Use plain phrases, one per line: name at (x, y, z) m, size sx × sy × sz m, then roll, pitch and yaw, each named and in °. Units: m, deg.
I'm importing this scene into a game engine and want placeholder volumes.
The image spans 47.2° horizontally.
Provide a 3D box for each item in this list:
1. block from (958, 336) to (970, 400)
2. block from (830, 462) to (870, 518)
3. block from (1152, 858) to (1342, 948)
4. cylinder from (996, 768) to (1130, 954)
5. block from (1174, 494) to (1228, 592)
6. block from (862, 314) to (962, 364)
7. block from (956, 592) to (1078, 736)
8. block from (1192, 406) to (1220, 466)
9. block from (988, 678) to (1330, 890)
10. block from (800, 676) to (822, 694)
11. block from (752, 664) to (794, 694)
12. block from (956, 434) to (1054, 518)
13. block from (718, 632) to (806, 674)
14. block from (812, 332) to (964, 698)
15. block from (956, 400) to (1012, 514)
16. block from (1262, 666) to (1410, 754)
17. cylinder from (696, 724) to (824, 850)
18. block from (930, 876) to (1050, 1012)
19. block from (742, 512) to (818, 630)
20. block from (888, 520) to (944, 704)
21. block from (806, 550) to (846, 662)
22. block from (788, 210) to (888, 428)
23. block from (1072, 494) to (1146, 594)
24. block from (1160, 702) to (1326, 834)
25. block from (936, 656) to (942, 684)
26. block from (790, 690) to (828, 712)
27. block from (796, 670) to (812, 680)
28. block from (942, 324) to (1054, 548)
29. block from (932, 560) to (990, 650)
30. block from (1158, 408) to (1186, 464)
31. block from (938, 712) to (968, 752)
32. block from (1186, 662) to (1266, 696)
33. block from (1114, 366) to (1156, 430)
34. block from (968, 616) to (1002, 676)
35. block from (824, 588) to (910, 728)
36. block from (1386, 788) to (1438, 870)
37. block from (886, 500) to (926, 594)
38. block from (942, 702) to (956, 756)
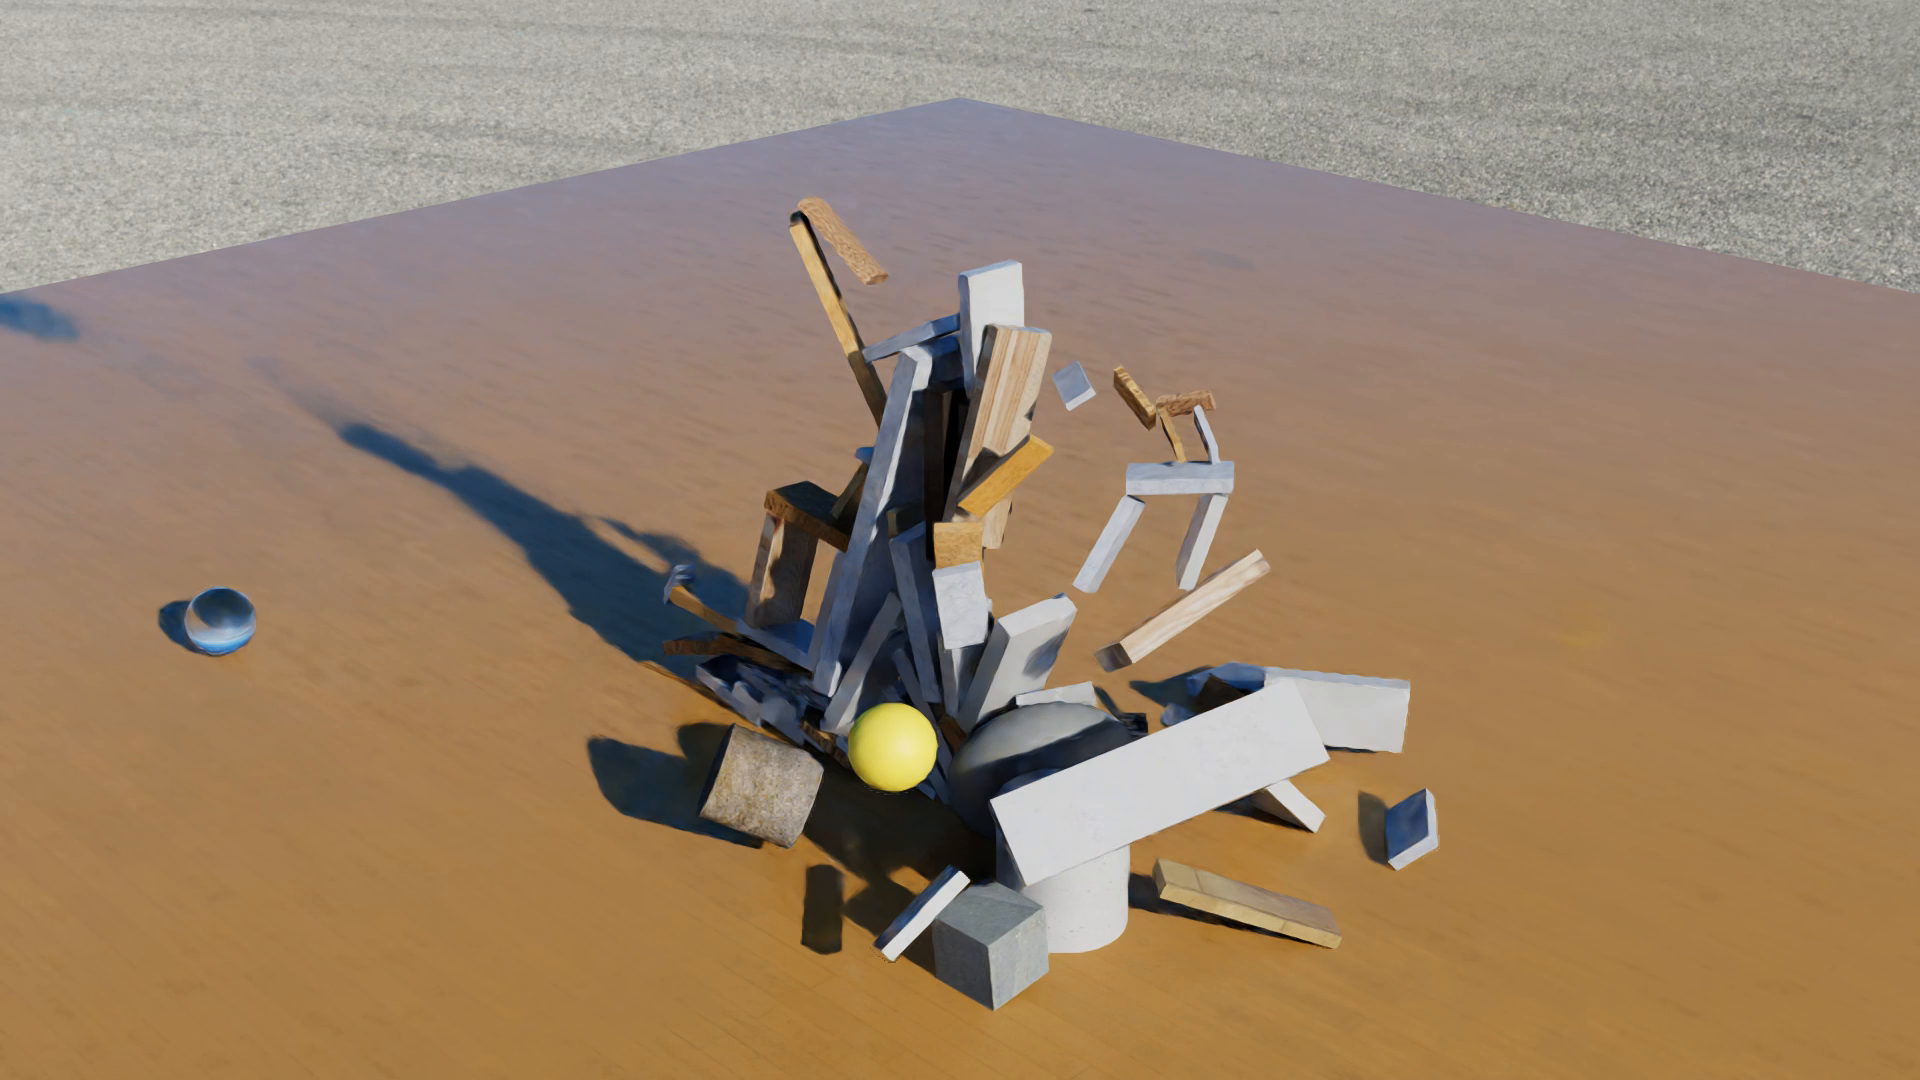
block at (0.033, -0.326, 4.115) m, size 0.017 × 0.121 × 0.060 m, roll 1°, pitch 15°, yaw 45°
block at (-0.207, -0.107, 4.496) m, size 0.020 × 0.138 × 0.069 m, roll 43°, pitch 28°, yaw 16°
block at (0.523, 0.662, 4.008) m, size 0.352 × 0.027 × 0.097 m, roll 18°, pitch 20°, yaw -12°
cylinder at (0.189, 0.589, 4.056) m, size 0.247 × 0.247 × 0.247 m, roll 0°, pitch 23°, yaw 0°
block at (0.433, -0.012, 3.963) m, size 0.027 × 0.189 × 0.094 m, roll 16°, pitch 22°, yaw -6°
block at (-0.085, -0.386, 4.190) m, size 0.100 × 0.028 × 0.201 m, roll -22°, pitch 3°, yaw -44°
block at (0.106, 0.241, 4.183) m, size 0.159 × 0.319 × 0.045 m, roll -21°, pitch 58°, yaw -32°
block at (0.441, -0.188, 3.938) m, size 0.014 × 0.050 × 0.099 m, roll -17°, pitch 57°, yaw -1°
block at (0.350, 0.424, 3.857) m, size 0.589 × 0.159 × 0.045 m, roll -21°, pitch -13°, yaw -12°
block at (-0.295, 0.302, 4.641) m, size 0.048 × 0.014 × 0.095 m, roll -7°, pitch 16°, yaw -29°
block at (-0.387, 0.291, 4.736) m, size 0.115 × 0.016 × 0.058 m, roll 26°, pitch 33°, yaw 37°
block at (0.082, -0.116, 3.989) m, size 0.057 × 0.206 × 0.016 m, roll 28°, pitch 38°, yaw -29°
block at (-0.401, 0.235, 4.742) m, size 0.236 × 0.033 × 0.118 m, roll 15°, pitch 18°, yaw 41°
block at (-0.135, -0.038, 4.371) m, size 0.048 × 0.805 × 0.170 m, roll 36°, pitch 37°, yaw 29°
block at (0.049, -0.153, 4.142) m, size 0.119 × 0.238 × 0.034 m, roll -19°, pitch 32°, yaw -38°
block at (0.785, 0.357, 4.621) m, size 0.300 × 0.150 × 0.042 m, roll 5°, pitch 24°, yaw 5°
cylinder at (-0.383, 0.473, 4.222) m, size 0.188 × 0.188 × 0.188 m, roll 22°, pitch 21°, yaw -9°
block at (0.053, 0.712, 3.882) m, size 0.142 × 0.142 × 0.142 m, roll 21°, pitch 37°, yaw 40°
block at (-0.372, 0.057, 4.628) m, size 0.129 × 0.258 × 0.037 m, roll -9°, pitch 33°, yaw -43°
block at (-0.032, 0.129, 4.306) m, size 0.048 × 0.340 × 0.170 m, roll 7°, pitch 26°, yaw 42°
block at (-0.232, 0.125, 4.561) m, size 0.037 × 0.258 × 0.129 m, roll 32°, pitch 28°, yaw 28°
block at (-0.212, -0.385, 4.318) m, size 0.028 × 0.546 × 0.100 m, roll -21°, pitch 23°, yaw 6°
block at (0.271, 0.007, 3.987) m, size 0.027 × 0.189 × 0.095 m, roll 31°, pitch 6°, yaw 14°
block at (0.553, 0.445, 4.269) m, size 0.150 × 0.042 × 0.449 m, roll 22°, pitch -13°, yaw 41°
block at (-0.004, 0.188, 4.243) m, size 0.025 × 0.177 × 0.089 m, roll 27°, pitch 41°, yaw 28°
block at (-0.302, 0.335, 4.689) m, size 0.115 × 0.016 × 0.058 m, roll 19°, pitch 30°, yaw 35°
block at (-0.325, 0.279, 4.679) m, size 0.095 × 0.014 × 0.048 m, roll 14°, pitch 18°, yaw 38°
block at (0.064, -0.189, 4.074) m, size 0.119 × 0.424 × 0.034 m, roll 2°, pitch 21°, yaw -31°
block at (0.004, 0.121, 4.044) m, size 0.089 × 0.177 × 0.025 m, roll -11°, pitch 40°, yaw -3°
block at (0.380, -0.188, 3.941) m, size 0.014 × 0.050 × 0.099 m, roll -20°, pitch 45°, yaw 2°
block at (0.063, 0.418, 4.400) m, size 0.035 × 0.268 × 0.125 m, roll -3°, pitch 40°, yaw 44°
block at (0.649, 0.323, 4.860) m, size 0.142 × 0.040 × 0.283 m, roll -16°, pitch 14°, yaw -34°
block at (0.318, -0.258, 3.997) m, size 0.016 × 0.057 × 0.113 m, roll -30°, pitch 65°, yaw -13°
block at (0.104, 0.244, 4.329) m, size 0.035 × 0.125 × 0.249 m, roll 26°, pitch -6°, yaw 26°
block at (-0.150, 0.225, 4.481) m, size 0.142 × 0.397 × 0.040 m, roll -23°, pitch 62°, yaw -43°
block at (0.886, 0.566, 4.319) m, size 0.097 × 0.027 × 0.194 m, roll -36°, pitch 13°, yaw 21°
block at (-0.096, 0.014, 4.310) m, size 0.024 × 0.170 × 0.085 m, roll 7°, pitch 23°, yaw 41°
block at (0.006, 0.340, 4.406) m, size 0.024 × 0.170 × 0.085 m, roll -15°, pitch -2°, yaw 44°
